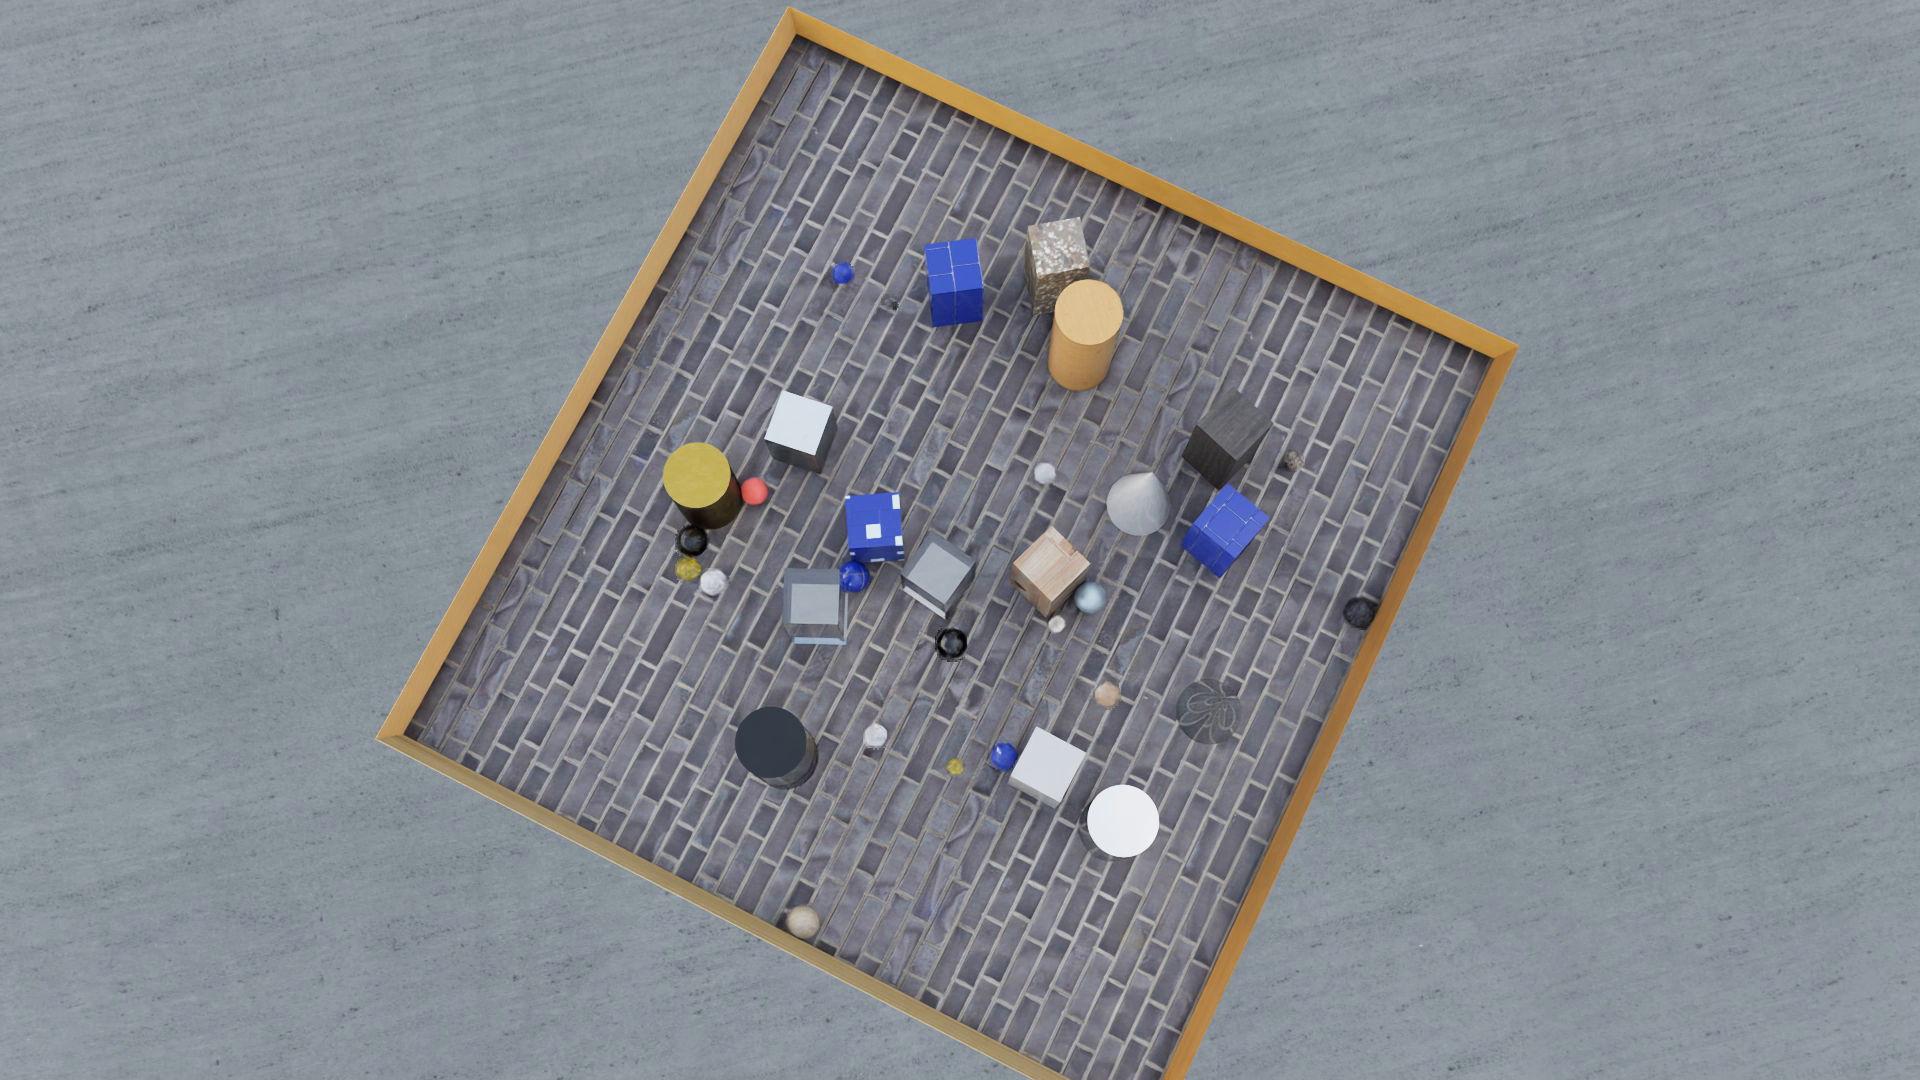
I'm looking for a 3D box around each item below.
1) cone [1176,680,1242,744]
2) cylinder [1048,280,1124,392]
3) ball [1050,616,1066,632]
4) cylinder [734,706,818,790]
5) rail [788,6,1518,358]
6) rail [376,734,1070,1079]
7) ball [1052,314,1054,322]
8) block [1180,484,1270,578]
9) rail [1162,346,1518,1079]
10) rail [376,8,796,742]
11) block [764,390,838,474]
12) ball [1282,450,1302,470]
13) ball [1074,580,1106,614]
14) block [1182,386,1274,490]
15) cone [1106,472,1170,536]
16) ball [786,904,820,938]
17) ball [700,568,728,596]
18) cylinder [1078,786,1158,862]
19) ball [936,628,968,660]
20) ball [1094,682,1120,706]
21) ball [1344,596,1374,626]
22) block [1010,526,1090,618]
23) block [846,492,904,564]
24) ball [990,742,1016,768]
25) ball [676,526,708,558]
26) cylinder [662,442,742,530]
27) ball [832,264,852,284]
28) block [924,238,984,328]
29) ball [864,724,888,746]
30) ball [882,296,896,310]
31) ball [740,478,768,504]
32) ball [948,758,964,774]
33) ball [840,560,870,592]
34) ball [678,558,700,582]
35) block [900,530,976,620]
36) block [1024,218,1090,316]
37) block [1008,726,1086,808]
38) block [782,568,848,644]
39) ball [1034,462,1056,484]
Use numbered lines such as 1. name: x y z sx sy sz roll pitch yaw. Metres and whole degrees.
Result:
1. cone: 0.748 0.482 5.343 0.197 0.341 0.197 0 78 0
2. cylinder: 0.371 -0.608 5.503 0.197 0.470 0.197 0 78 0
3. ball: 0.294 0.253 5.540 0.048 0.048 0.048 0 78 0
4. cylinder: -0.522 0.602 5.265 0.197 0.444 0.197 0 78 0
5. rail: 0.573 -1.115 5.781 2.527 0.128 0.045 26 80 5
6. rail: -0.573 1.129 5.316 2.527 0.128 0.045 26 80 5
7. ball: 0.323 -0.694 5.724 0.071 0.071 0.071 0 78 0
8. block: 0.786 -0.024 5.458 0.158 0.321 0.158 40 81 8
9. rail: 1.109 0.550 5.436 0.045 0.128 2.609 26 80 5
10. rail: -1.109 -0.536 5.661 0.045 0.128 2.609 26 80 5
11. block: -0.480 -0.324 5.559 0.158 0.243 0.158 18 79 4
12. ball: 1.022 -0.245 5.636 0.060 0.060 0.060 0 78 0
13. ball: 0.393 0.173 5.531 0.098 0.098 0.098 0 78 0
14. block: 0.796 -0.299 5.486 0.158 0.376 0.158 44 82 8
15. cone: 0.550 -0.152 5.436 0.197 0.415 0.197 0 78 0
16. ball: -0.458 1.111 5.336 0.099 0.099 0.099 0 78 0
17. ball: -0.746 0.127 5.549 0.081 0.081 0.081 0 78 0
18. cylinder: 0.450 0.814 5.246 0.197 0.396 0.197 0 78 0
19. ball: -0.024 0.311 5.504 0.094 0.094 0.094 0 78 0
20. ball: 0.439 0.462 5.483 0.074 0.074 0.074 0 78 0
21. ball: 1.204 0.217 5.525 0.091 0.091 0.091 0 78 0
22. block: 0.264 0.099 5.436 0.158 0.313 0.158 -44 82 -8
23. block: -0.254 -0.034 5.503 0.158 0.237 0.158 -4 78 -1
24. ball: 0.131 0.641 5.444 0.078 0.078 0.078 0 78 0
25. ball: -0.813 0.004 5.566 0.097 0.097 0.097 0 78 0
26. cylinder: -0.768 -0.159 5.495 0.197 0.303 0.197 0 78 0
27. ball: -0.370 -0.836 5.756 0.065 0.065 0.065 0 78 0
28. block: -0.017 -0.786 5.621 0.158 0.310 0.158 -8 78 -2
29. ball: -0.251 0.582 5.462 0.067 0.067 0.067 0 78 0
30. ball: -0.221 -0.746 5.749 0.043 0.043 0.043 0 78 0
31. ball: -0.629 -0.150 5.605 0.083 0.083 0.083 0 78 0
32. ball: -0.013 0.675 5.452 0.048 0.048 0.048 0 78 0
33. ball: -0.320 0.110 5.545 0.096 0.096 0.096 0 78 0
34. ball: -0.822 0.090 5.561 0.071 0.071 0.071 0 78 0
35. block: -0.063 0.106 5.454 0.158 0.275 0.158 34 80 7
36. block: 0.292 -0.833 5.603 0.158 0.364 0.158 -10 78 -2
37. block: 0.249 0.664 5.321 0.158 0.309 0.158 28 80 5
38. block: -0.421 0.199 5.376 0.158 0.390 0.158 1 78 0
39. ball: 0.261 -0.204 5.625 0.067 0.067 0.067 0 78 0
